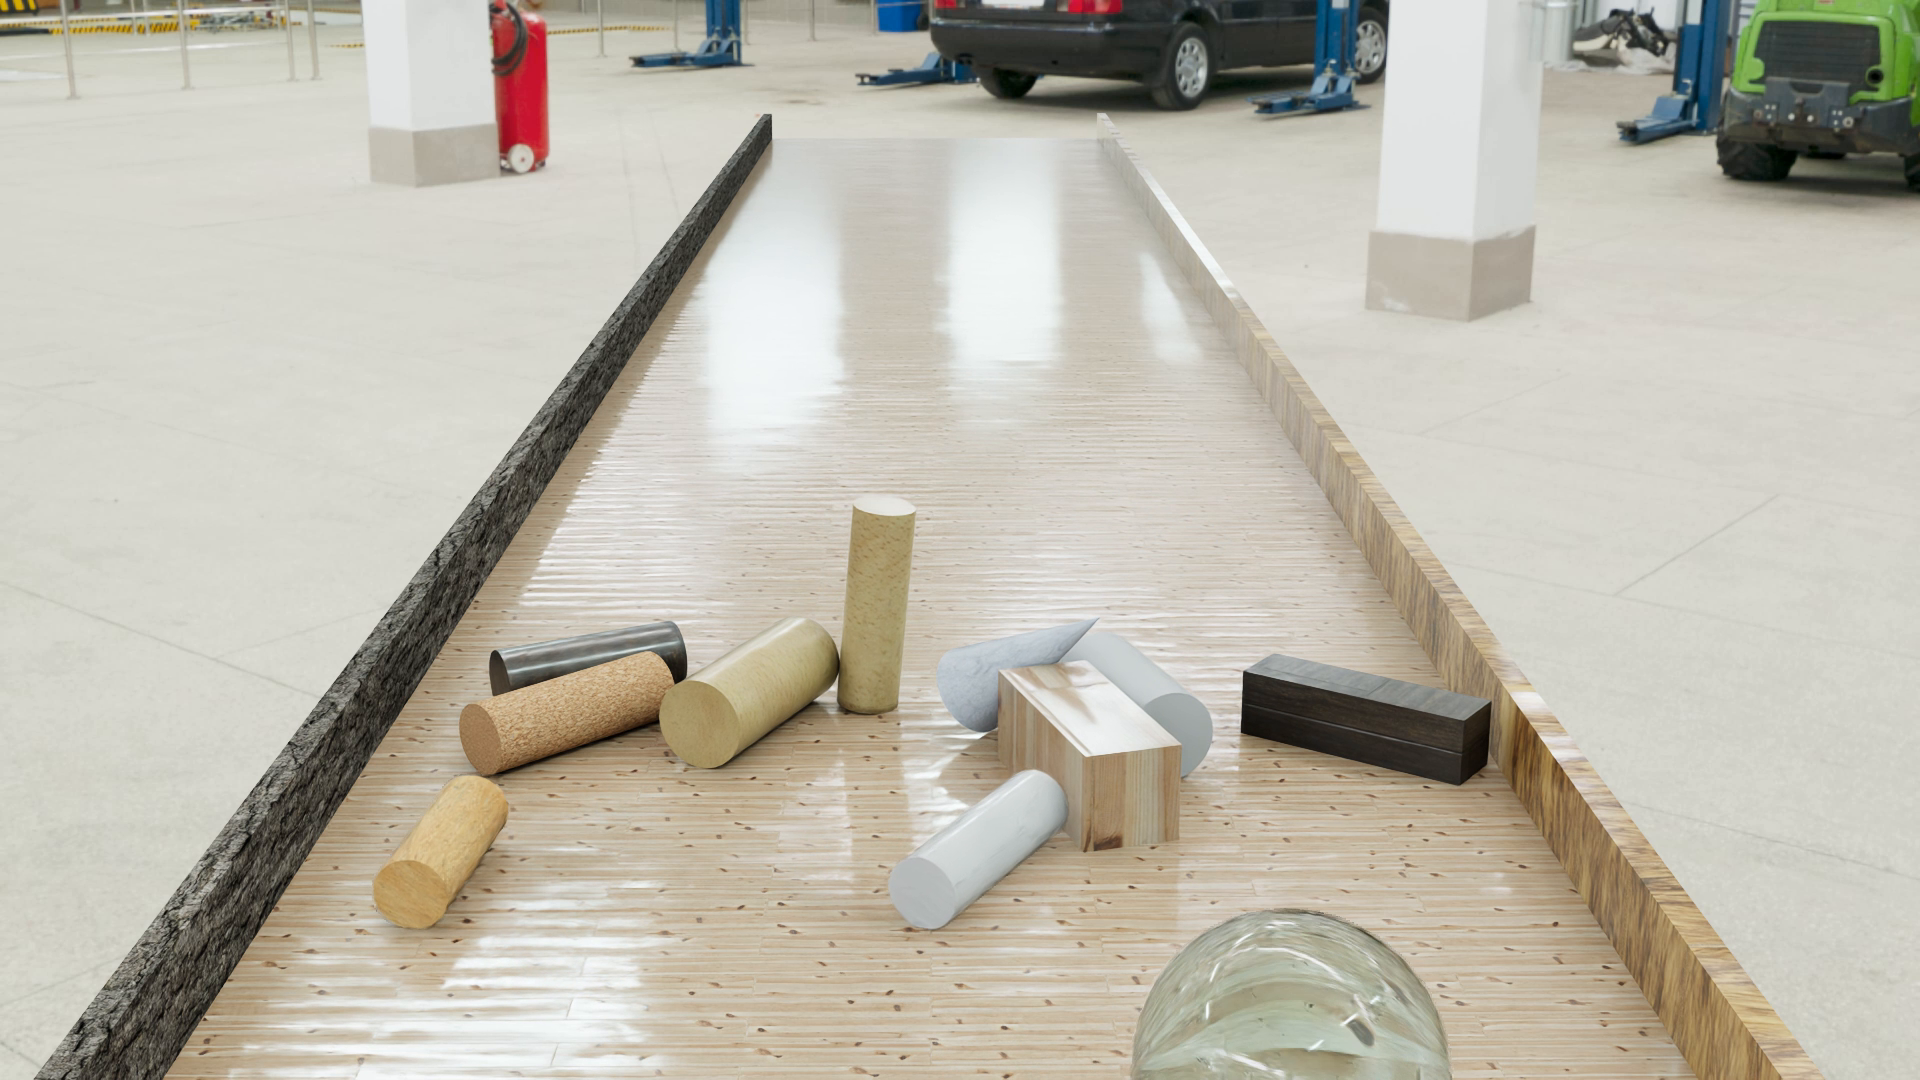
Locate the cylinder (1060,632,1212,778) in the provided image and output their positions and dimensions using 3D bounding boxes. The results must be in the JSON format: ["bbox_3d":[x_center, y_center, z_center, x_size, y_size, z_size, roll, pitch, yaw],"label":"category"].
[{"bbox_3d":[0.310,0.294,3.950,0.162,0.162,0.341,-5,17,-17],"label":"cylinder"}]

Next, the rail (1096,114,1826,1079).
[{"bbox_3d":[0.932,-0.844,7.801,0.050,0.150,12.000,0,17,-1],"label":"rail"}]

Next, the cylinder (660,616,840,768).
[{"bbox_3d":[-0.379,0.273,4.023,0.163,0.163,0.385,7,18,23],"label":"cylinder"}]

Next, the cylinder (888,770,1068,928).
[{"bbox_3d":[0.034,0.476,3.423,0.114,0.114,0.381,9,19,27],"label":"cylinder"}]

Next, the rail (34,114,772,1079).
[{"bbox_3d":[-1.118,-0.838,7.780,0.050,0.150,12.000,0,17,-1],"label":"rail"}]

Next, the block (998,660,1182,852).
[{"bbox_3d":[0.212,0.359,3.730,0.166,0.166,0.424,-5,17,-17],"label":"block"}]

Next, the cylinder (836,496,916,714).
[{"bbox_3d":[-0.157,0.122,4.115,0.118,0.391,0.118,5,18,-2],"label":"cylinder"}]

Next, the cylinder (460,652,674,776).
[{"bbox_3d":[-0.703,0.309,3.962,0.130,0.130,0.381,16,23,42],"label":"cylinder"}]

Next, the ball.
[{"bbox_3d":[0.380,0.611,2.532,0.366,0.366,0.366,0,17,0],"label":"ball"}]

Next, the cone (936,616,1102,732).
[{"bbox_3d":[0.134,0.204,3.941,0.353,0.167,0.167,-32,-8,41],"label":"cone"}]

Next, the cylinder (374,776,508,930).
[{"bbox_3d":[-0.801,0.480,3.414,0.113,0.113,0.322,1,17,4],"label":"cylinder"}]

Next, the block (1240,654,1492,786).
[{"bbox_3d":[0.724,0.318,3.946,0.428,0.121,0.121,12,20,34],"label":"block"}]

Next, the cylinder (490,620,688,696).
[{"bbox_3d":[-0.706,0.244,4.183,0.350,0.128,0.128,-9,19,-28],"label":"cylinder"}]
